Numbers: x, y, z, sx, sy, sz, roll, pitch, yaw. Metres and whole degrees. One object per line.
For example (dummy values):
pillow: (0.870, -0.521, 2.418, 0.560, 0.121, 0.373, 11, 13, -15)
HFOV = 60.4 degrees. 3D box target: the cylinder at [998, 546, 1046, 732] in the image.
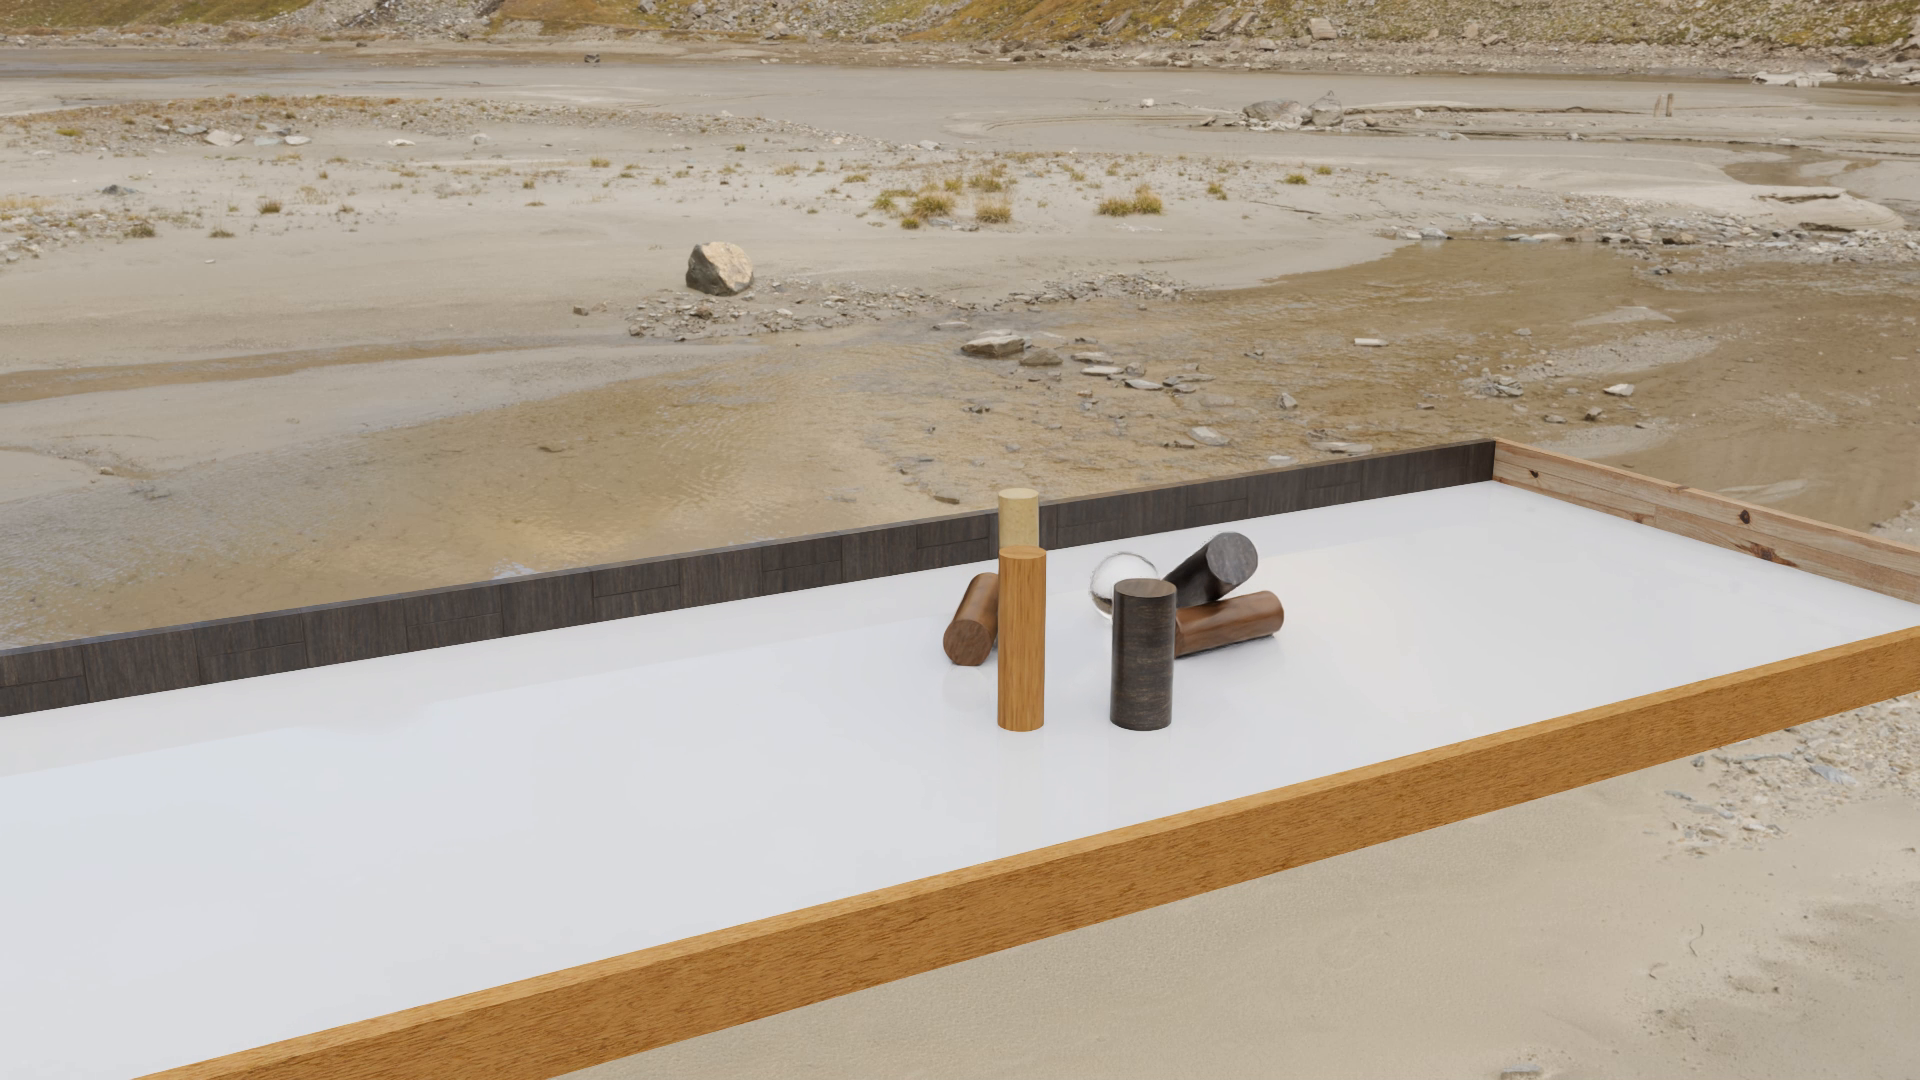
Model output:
cylinder: (0.143, 0.229, 3.830, 0.110, 0.420, 0.110, 0, 16, 0)

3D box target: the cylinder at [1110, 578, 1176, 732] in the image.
cylinder: (0.428, 0.267, 3.864, 0.147, 0.328, 0.147, 0, 16, 0)

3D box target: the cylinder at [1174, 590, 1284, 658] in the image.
cylinder: (0.689, 0.222, 4.387, 0.352, 0.120, 0.120, -10, 19, -31)

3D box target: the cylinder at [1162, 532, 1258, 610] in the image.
cylinder: (0.661, 0.099, 4.429, 0.138, 0.138, 0.418, -3, -14, -12)

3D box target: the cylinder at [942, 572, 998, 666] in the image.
cylinder: (0.050, 0.207, 4.424, 0.127, 0.127, 0.408, 3, 17, 9)

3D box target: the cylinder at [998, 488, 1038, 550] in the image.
cylinder: (0.155, 0.082, 4.317, 0.105, 0.424, 0.105, -1, 17, 0)

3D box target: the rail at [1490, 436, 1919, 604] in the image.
rail: (2.466, -0.048, 5.253, 0.050, 0.150, 2.100, -9, 18, -27)

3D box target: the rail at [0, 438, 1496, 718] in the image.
rail: (-3.305, 0.497, 3.399, 12.000, 0.150, 0.050, -9, 18, -27)

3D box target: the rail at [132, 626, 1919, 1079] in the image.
rail: (-2.336, 1.006, 1.665, 12.000, 0.150, 0.050, -9, 18, -27)

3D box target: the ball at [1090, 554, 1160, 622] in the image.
ball: (0.458, 0.135, 4.547, 0.197, 0.197, 0.197, 0, 16, 0)
